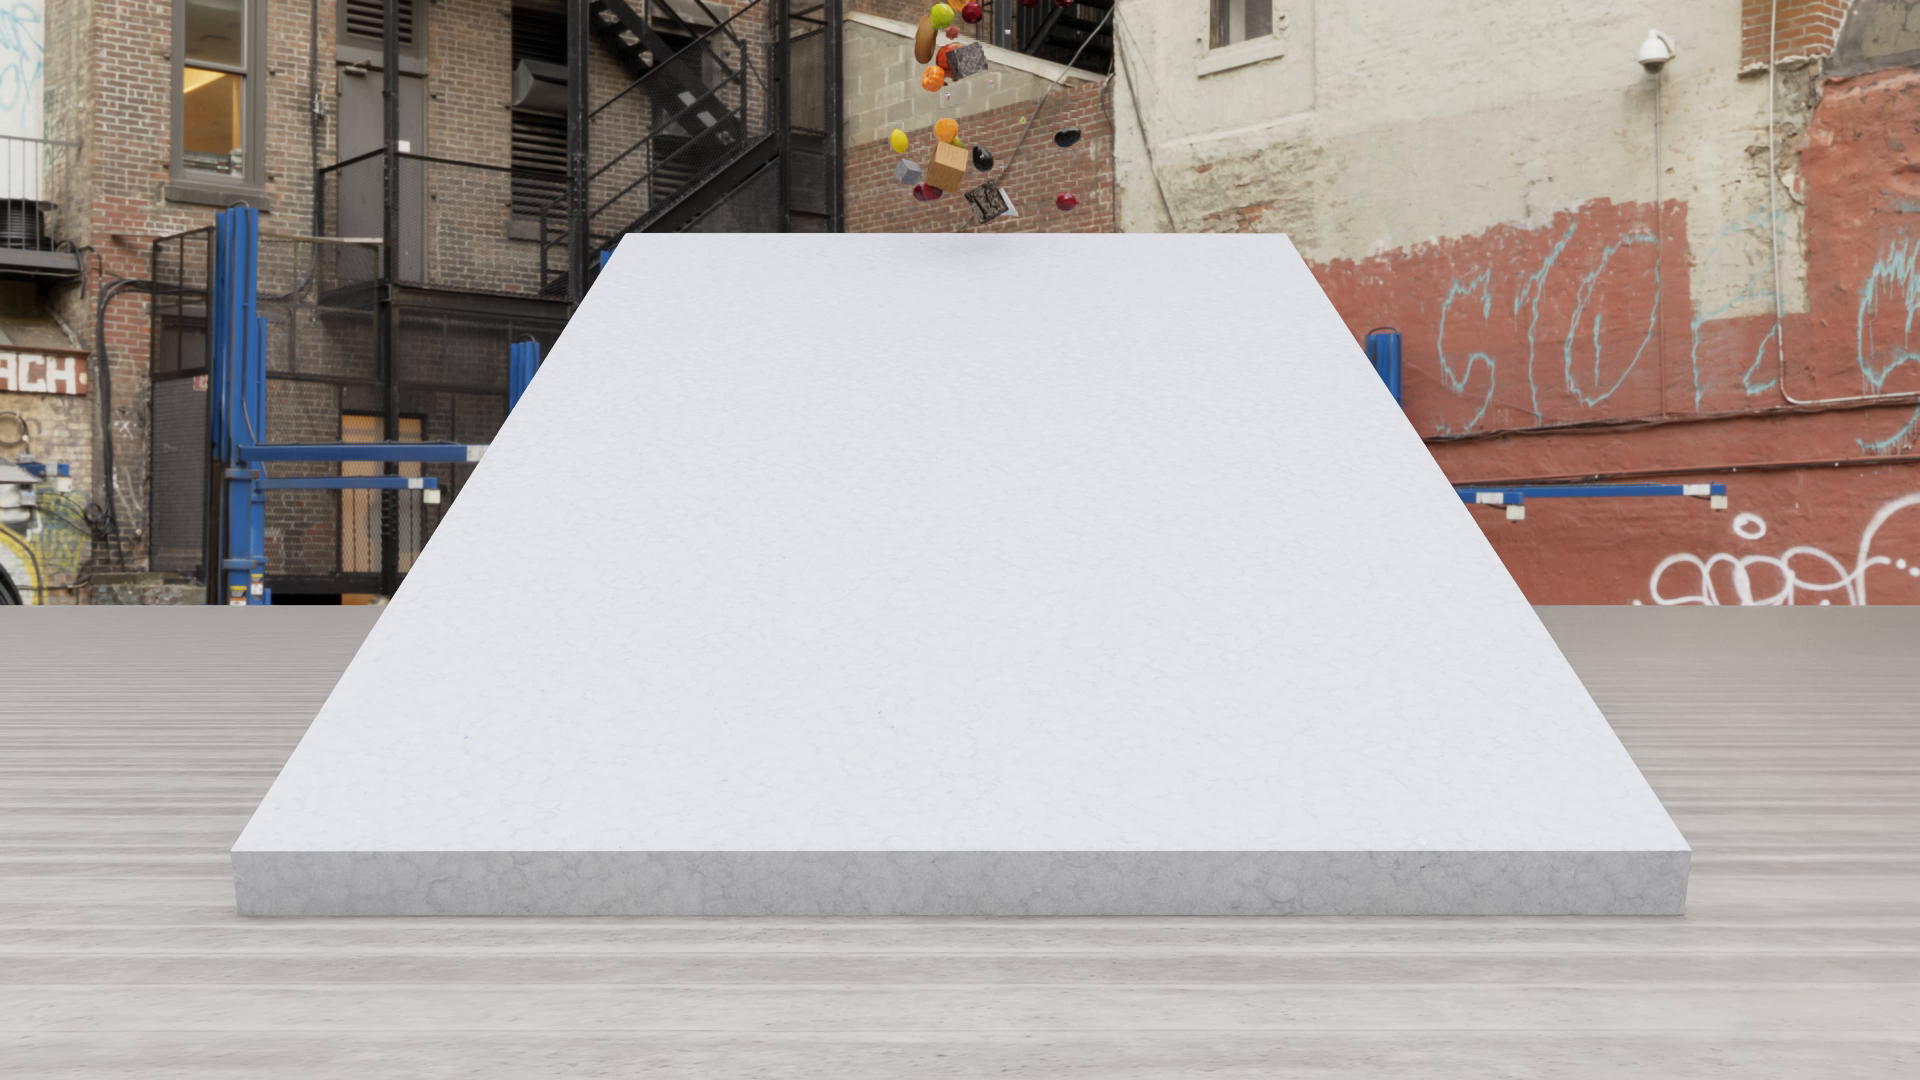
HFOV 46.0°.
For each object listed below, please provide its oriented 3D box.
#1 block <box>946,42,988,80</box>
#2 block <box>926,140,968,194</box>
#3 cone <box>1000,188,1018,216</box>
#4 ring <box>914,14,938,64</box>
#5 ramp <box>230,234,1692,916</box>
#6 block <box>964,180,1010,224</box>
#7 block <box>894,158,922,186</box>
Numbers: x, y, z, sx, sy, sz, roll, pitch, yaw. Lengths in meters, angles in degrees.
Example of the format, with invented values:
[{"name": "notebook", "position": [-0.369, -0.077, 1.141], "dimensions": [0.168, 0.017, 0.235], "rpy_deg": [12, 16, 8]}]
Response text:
[{"name": "block", "position": [0.020, -1.385, 6.546], "dimensions": [0.082, 0.082, 0.082], "rpy_deg": [-23, 12, -15]}, {"name": "block", "position": [-0.037, -1.052, 6.387], "dimensions": [0.090, 0.090, 0.090], "rpy_deg": [17, -40, -10]}, {"name": "cone", "position": [0.137, -0.977, 6.663], "dimensions": [0.090, 0.090, 0.090], "rpy_deg": [31, -9, -13]}, {"name": "ring", "position": [-0.099, -1.471, 6.646], "dimensions": [0.049, 0.146, 0.146], "rpy_deg": [10, -1, 4]}, {"name": "ramp", "position": [-0.005, -0.205, 4.996], "dimensions": [2.000, 0.100, 4.000], "rpy_deg": [0, 20, 0]}, {"name": "block", "position": [0.078, -0.970, 6.495], "dimensions": [0.092, 0.092, 0.092], "rpy_deg": [-28, 1, 7]}, {"name": "block", "position": [-0.153, -1.082, 6.660], "dimensions": [0.051, 0.051, 0.051], "rpy_deg": [5, -48, -38]}]
